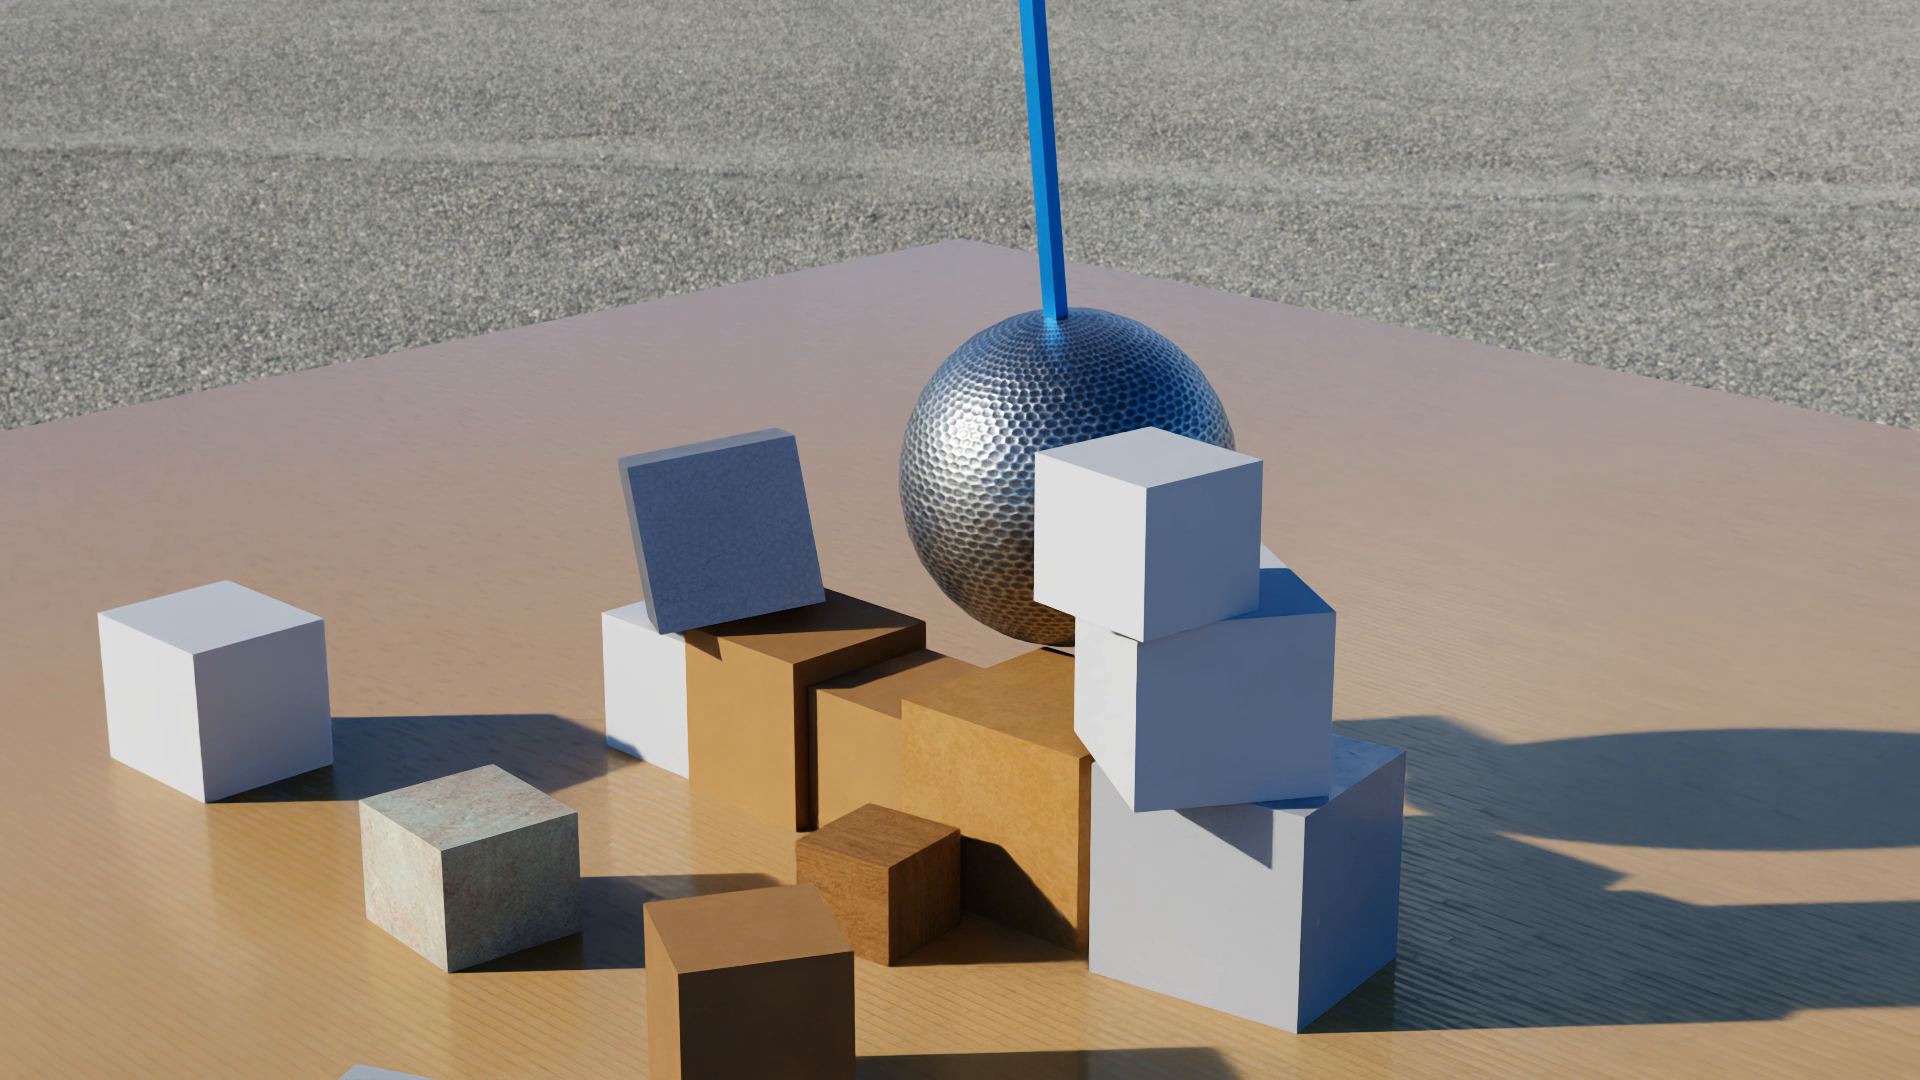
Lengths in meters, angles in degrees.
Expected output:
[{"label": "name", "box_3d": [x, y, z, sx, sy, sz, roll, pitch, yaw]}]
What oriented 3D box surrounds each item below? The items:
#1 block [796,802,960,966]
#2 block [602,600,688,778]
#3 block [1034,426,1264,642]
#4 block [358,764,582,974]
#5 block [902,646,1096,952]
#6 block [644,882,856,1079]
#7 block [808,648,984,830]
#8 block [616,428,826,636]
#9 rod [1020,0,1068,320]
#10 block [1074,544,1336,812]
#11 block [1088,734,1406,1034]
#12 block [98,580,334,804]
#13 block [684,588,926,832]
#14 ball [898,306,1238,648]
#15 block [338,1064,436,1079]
[{"label": "block", "box_3d": [-0.355, 1.499, 12.814, 0.502, 0.457, 0.526, 12, 21, 34]}, {"label": "block", "box_3d": [-1.281, 0.706, 14.907, 0.756, 0.715, 0.733, -17, 24, -42]}, {"label": "block", "box_3d": [0.742, -0.035, 11.627, 0.621, 0.618, 0.649, -14, 22, -37]}, {"label": "block", "box_3d": [-2.145, 1.428, 12.859, 0.672, 0.565, 0.718, -14, 22, -37]}, {"label": "block", "box_3d": [0.452, 1.141, 13.211, 1.043, 0.902, 0.970, 16, 23, 41]}, {"label": "block", "box_3d": [-0.809, 1.831, 11.244, 0.668, 0.764, 0.650, -5, 18, -16]}, {"label": "block", "box_3d": [-0.181, 1.029, 13.867, 0.758, 0.722, 0.747, -17, 24, -42]}, {"label": "block", "box_3d": [-1.178, -0.056, 14.369, 0.813, 0.817, 0.741, -11, 7, -9]}, {"label": "rod", "box_3d": [0.220, -3.429, 12.495, 0.080, 5.200, 0.080, 17, 31, 42]}, {"label": "block", "box_3d": [0.992, 0.552, 12.101, 0.821, 0.785, 0.928, -4, 18, -12]}, {"label": "block", "box_3d": [1.214, 1.363, 12.419, 1.006, 0.953, 0.882, 12, 21, 33]}, {"label": "block", "box_3d": [-3.726, 0.744, 14.691, 0.879, 0.771, 0.741, 16, 24, 42]}, {"label": "block", "box_3d": [-0.750, 0.809, 14.353, 0.867, 0.850, 0.787, -17, 24, -42]}, {"label": "ball", "box_3d": [0.508, -0.295, 13.782, 1.600, 1.600, 1.600, 0, 17, 0]}, {"label": "block", "box_3d": [-1.914, 2.273, 10.000, 0.653, 0.667, 0.596, 6, 19, 20]}]
